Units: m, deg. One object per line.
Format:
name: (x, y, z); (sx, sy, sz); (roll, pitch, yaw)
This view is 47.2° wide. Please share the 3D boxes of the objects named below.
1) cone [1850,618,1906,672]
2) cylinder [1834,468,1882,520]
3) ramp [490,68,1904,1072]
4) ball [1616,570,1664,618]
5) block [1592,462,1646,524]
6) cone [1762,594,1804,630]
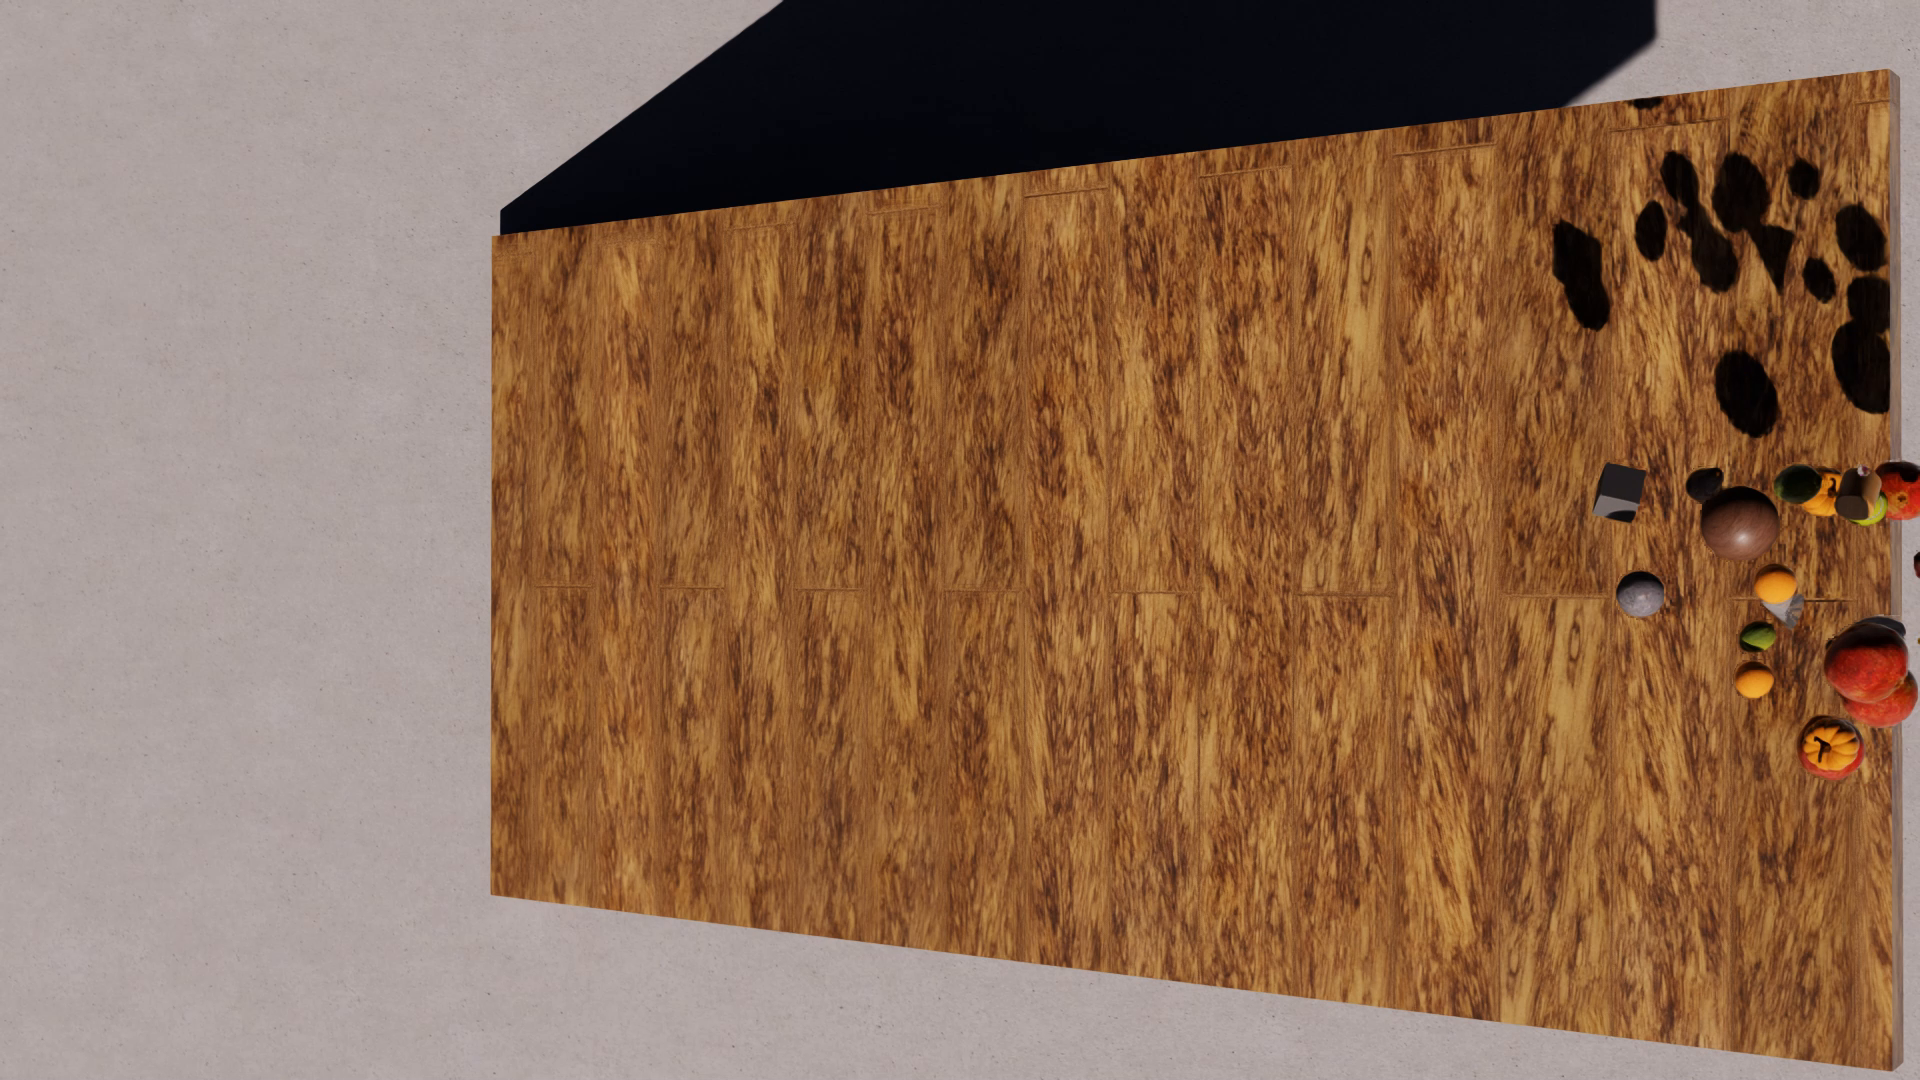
cone: (1.604, 0.197, 3.836); (0.090, 0.090, 0.090); (-17, 120, 0)
cylinder: (1.334, -0.068, 3.266); (0.055, 0.055, 0.055); (30, 60, 0)
ramp: (0.245, 0.068, 5.570); (4.000, 0.100, 2.000); (0, 89, 35)
ball: (1.295, 0.103, 4.183); (0.088, 0.088, 0.088); (0, 90, 0)
block: (1.287, -0.092, 4.295); (0.076, 0.076, 0.076); (14, 62, 11)
cone: (1.457, 0.119, 3.922); (0.067, 0.067, 0.067); (21, 89, 42)
